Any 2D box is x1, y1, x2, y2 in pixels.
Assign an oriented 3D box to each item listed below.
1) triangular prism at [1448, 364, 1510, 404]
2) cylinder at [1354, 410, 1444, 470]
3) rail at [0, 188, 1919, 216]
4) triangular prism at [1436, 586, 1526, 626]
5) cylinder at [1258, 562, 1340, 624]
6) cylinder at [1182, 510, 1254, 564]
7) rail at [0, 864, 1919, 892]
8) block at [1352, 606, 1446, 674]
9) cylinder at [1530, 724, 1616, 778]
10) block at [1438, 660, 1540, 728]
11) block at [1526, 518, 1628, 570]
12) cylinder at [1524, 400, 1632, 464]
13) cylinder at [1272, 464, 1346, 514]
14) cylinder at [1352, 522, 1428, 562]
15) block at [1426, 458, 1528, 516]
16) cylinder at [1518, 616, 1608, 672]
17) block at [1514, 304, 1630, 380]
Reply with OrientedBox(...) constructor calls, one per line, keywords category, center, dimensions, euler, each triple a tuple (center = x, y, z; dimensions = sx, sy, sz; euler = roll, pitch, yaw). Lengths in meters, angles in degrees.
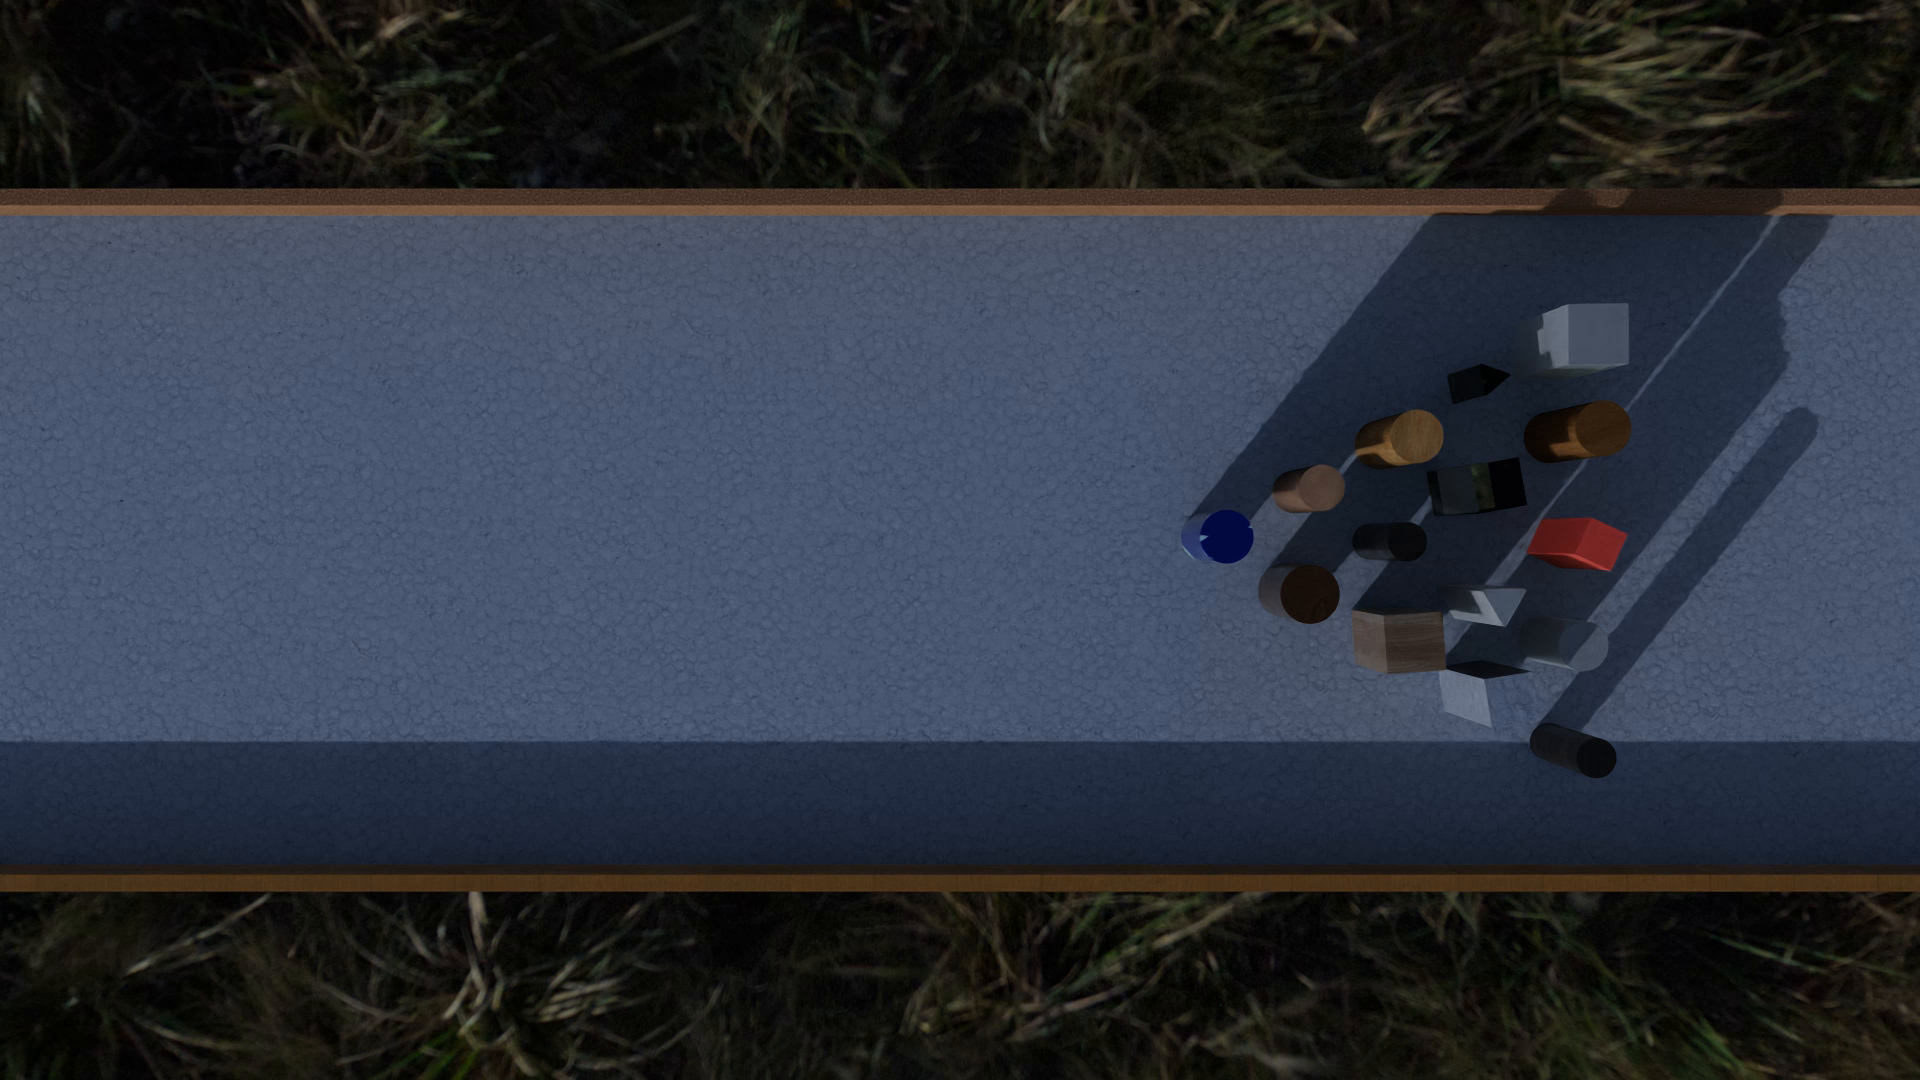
OrientedBox(category="triangular prism", center=(1.528, -0.478, 4.919), dimensions=(0.092, 0.315, 0.079), euler=(-41, 90, 0))
OrientedBox(category="cylinder", center=(1.291, -0.293, 4.867), dimensions=(0.152, 0.419, 0.152), euler=(0, 90, 0))
OrientedBox(category="rail", center=(-2.247, -1.025, 5.002), dimensions=(12.000, 0.150, 0.050), euler=(0, 90, 0))
OrientedBox(category="triangular prism", center=(1.541, 0.165, 4.848), dimensions=(0.104, 0.458, 0.120), euler=(-31, 90, 0))
OrientedBox(category="cylinder", center=(1.002, 0.155, 4.898), dimensions=(0.170, 0.358, 0.170), euler=(0, 90, 0))
OrientedBox(category="cylinder", center=(0.756, -0.009, 4.875), dimensions=(0.152, 0.403, 0.152), euler=(0, 90, 0))
OrientedBox(category="rail", center=(-2.247, 1.025, 5.001), dimensions=(12.000, 0.150, 0.050), euler=(0, 90, 0))
OrientedBox(category="block", center=(1.294, 0.293, 4.883), dimensions=(0.168, 0.387, 0.168), euler=(-4, 90, 0))
OrientedBox(category="cylinder", center=(1.811, 0.621, 4.885), dimensions=(0.115, 0.383, 0.115), euler=(0, 90, 0))
OrientedBox(category="block", center=(1.550, 0.448, 4.852), dimensions=(0.138, 0.448, 0.138), euler=(-9, 90, 0))
OrientedBox(category="block", center=(1.818, 0.011, 4.877), dimensions=(0.114, 0.400, 0.114), euler=(24, 90, 0))
OrientedBox(category="cylinder", center=(1.814, -0.315, 4.862), dimensions=(0.157, 0.429, 0.157), euler=(0, 90, 0))
OrientedBox(category="cylinder", center=(1.028, -0.148, 4.879), dimensions=(0.132, 0.394, 0.132), euler=(0, 90, 0))
OrientedBox(category="cylinder", center=(1.263, 0.005, 4.865), dimensions=(0.111, 0.422, 0.111), euler=(0, 90, 0))
OrientedBox(category="block", center=(1.515, -0.154, 4.857), dimensions=(0.138, 0.439, 0.138), euler=(-10, 90, 0))
OrientedBox(category="cylinder", center=(1.791, 0.305, 4.907), dimensions=(0.145, 0.338, 0.145), euler=(0, 90, 0))
OrientedBox(category="block", center=(1.791, -0.578, 4.851), dimensions=(0.170, 0.451, 0.170), euler=(-1, 90, 0))
